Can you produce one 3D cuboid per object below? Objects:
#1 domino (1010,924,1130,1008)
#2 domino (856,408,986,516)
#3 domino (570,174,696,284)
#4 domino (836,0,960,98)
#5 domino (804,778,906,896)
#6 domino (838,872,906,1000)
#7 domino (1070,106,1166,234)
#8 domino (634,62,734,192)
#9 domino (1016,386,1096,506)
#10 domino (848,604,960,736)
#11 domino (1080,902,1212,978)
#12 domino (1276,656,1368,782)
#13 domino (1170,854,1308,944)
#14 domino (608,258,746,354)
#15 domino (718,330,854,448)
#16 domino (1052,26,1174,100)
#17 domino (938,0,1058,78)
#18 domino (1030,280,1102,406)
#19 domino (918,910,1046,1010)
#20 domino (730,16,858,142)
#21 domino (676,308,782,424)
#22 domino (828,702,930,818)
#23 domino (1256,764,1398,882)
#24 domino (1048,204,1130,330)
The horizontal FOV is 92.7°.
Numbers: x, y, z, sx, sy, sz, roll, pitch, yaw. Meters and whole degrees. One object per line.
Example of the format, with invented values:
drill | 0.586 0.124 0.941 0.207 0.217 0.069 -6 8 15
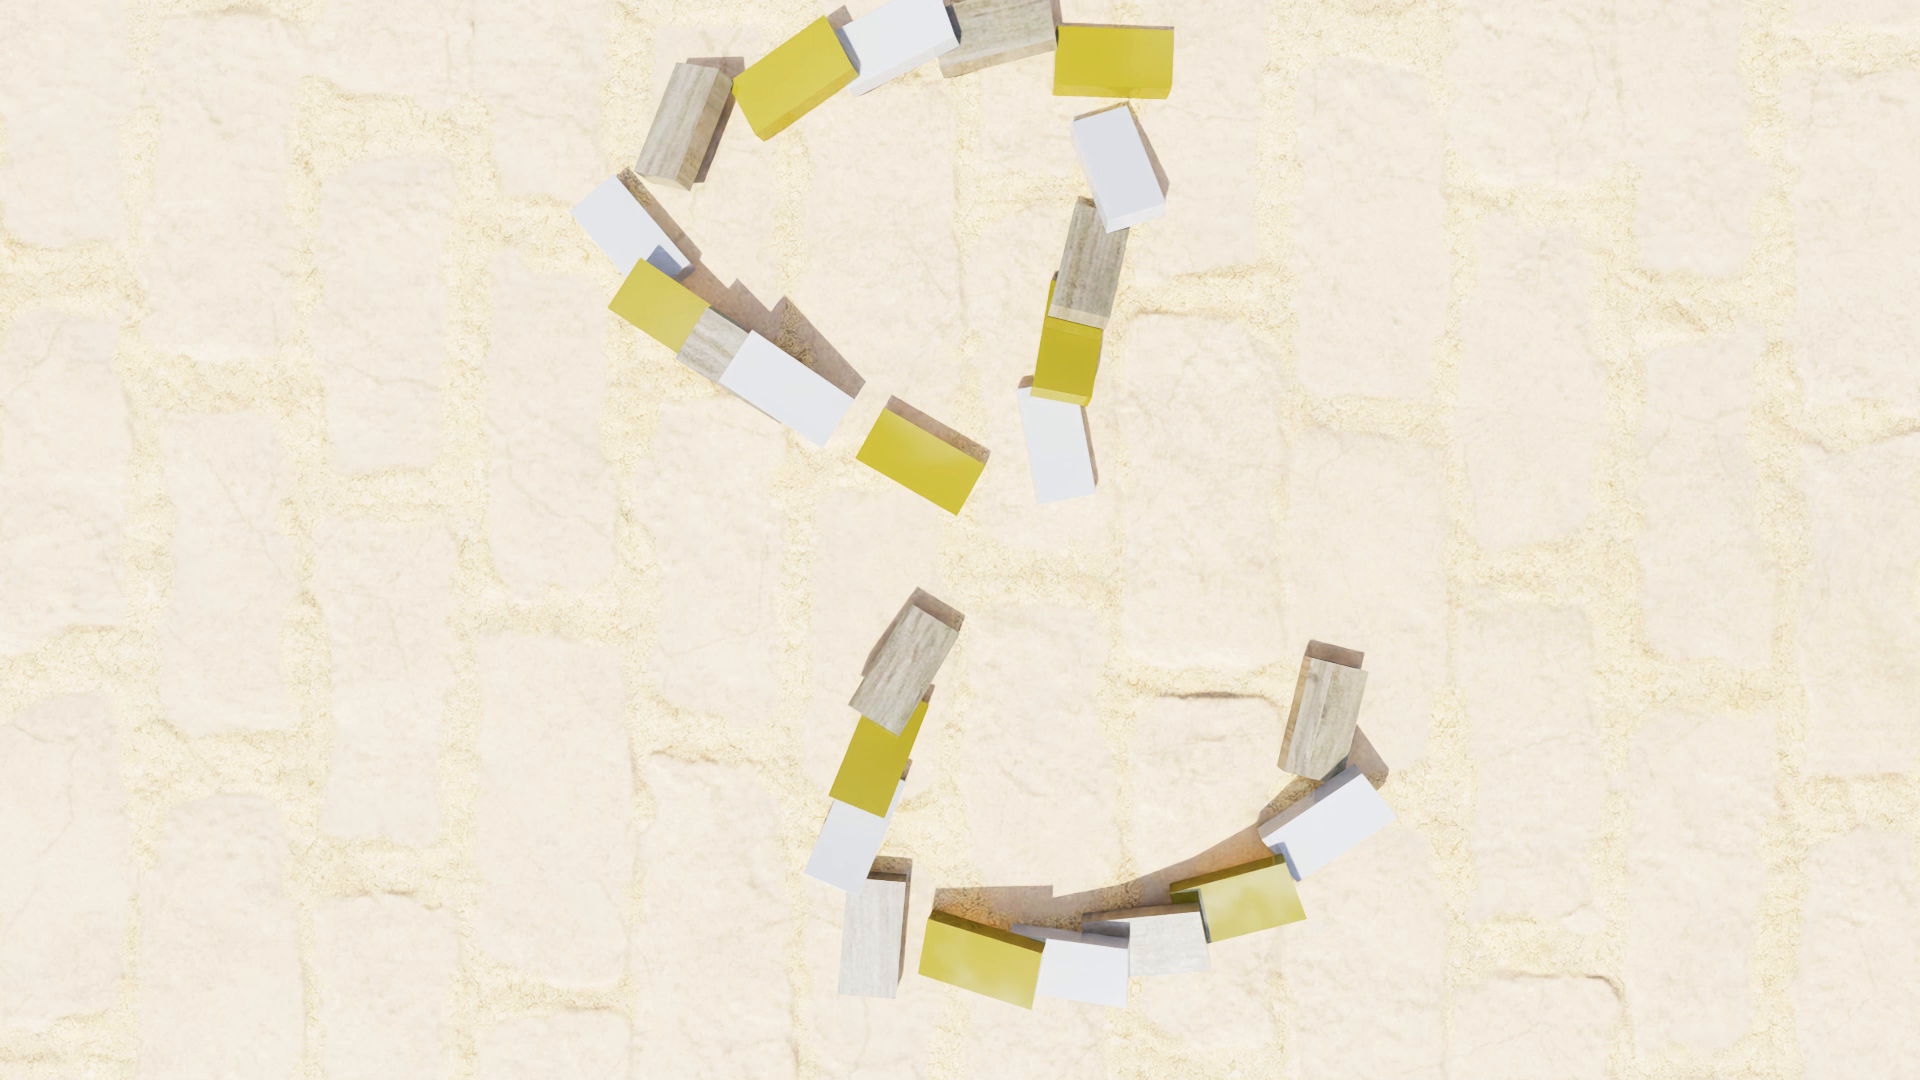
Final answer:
domino | 0.046 0.180 0.388 0.050 0.009 0.025 1 93 15
domino | -0.017 -0.033 0.395 0.050 0.010 0.025 30 90 0
domino | -0.141 -0.129 0.395 0.025 0.009 0.050 -41 90 0
domino | -0.028 -0.213 0.390 0.050 0.010 0.025 -20 90 14
domino | -0.044 0.122 0.390 0.025 0.010 0.050 23 78 0
domino | -0.038 0.170 0.395 0.025 0.010 0.050 5 90 0
domino | 0.067 -0.158 0.389 0.025 0.010 0.050 -17 76 0
domino | -0.118 -0.176 0.390 0.025 0.010 0.050 21 90 25
domino | 0.041 -0.042 0.395 0.025 0.010 0.050 -11 90 0
domino | -0.024 0.055 0.388 0.025 0.009 0.050 31 74 0
domino | 0.079 0.171 0.390 0.050 0.010 0.025 -11 90 14
domino | 0.156 0.077 0.395 0.025 0.009 0.050 14 90 0
domino | 0.117 0.153 0.390 0.050 0.009 0.025 -21 90 14
domino | -0.120 -0.094 0.389 0.050 0.009 0.025 33 90 -15
domino | -0.073 -0.063 0.385 0.050 0.009 0.025 33 90 -16
domino | 0.066 -0.206 0.395 0.050 0.009 0.025 2 90 0
domino | 0.015 -0.217 0.391 0.050 0.010 0.025 -9 90 11
domino | 0.046 -0.084 0.389 0.025 0.010 0.050 11 76 0
domino | 0.009 0.177 0.388 0.050 0.010 0.025 11 95 14
domino | -0.071 -0.196 0.390 0.050 0.009 0.025 -28 90 12
domino | -0.092 -0.073 0.389 0.050 0.009 0.025 32 90 -16
domino | -0.034 0.089 0.388 0.025 0.009 0.050 22 74 0
domino | 0.155 0.120 0.389 0.050 0.010 0.025 -39 96 11
domino | 0.055 -0.116 0.388 0.025 0.010 0.050 14 74 1
